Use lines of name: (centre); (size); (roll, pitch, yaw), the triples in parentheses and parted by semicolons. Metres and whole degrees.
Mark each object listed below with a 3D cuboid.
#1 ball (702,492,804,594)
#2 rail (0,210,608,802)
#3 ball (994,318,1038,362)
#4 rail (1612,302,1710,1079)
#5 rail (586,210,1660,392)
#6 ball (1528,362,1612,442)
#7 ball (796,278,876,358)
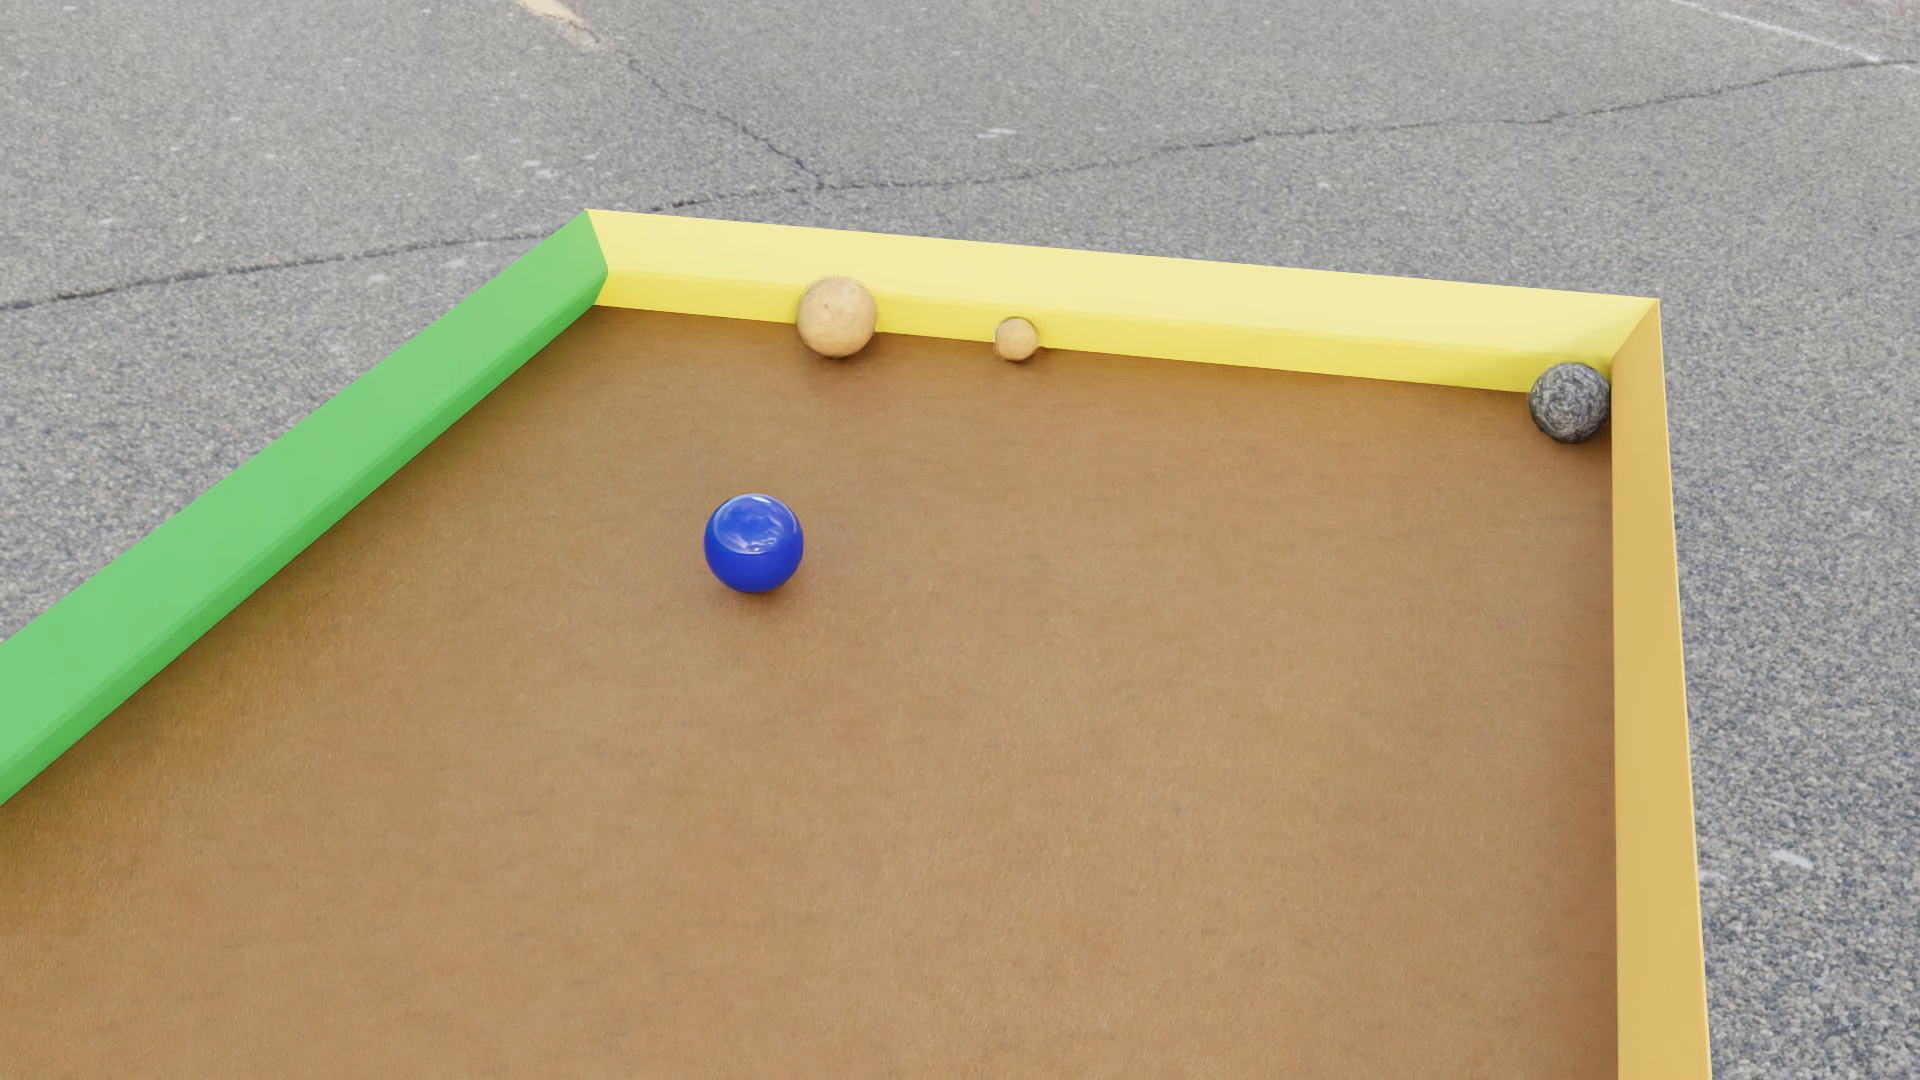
ball: (-0.203, 0.003, 2.158); (0.099, 0.099, 0.099); (0, 26, 0)
rail: (-0.787, 0.182, 1.760); (0.045, 0.129, 2.569); (7, 27, 13)
ball: (0.069, -0.247, 2.717); (0.054, 0.054, 0.054); (0, 26, 0)
rail: (0.462, 0.326, 1.467); (0.045, 0.129, 2.569); (7, 27, 13)
rail: (0.157, -0.286, 2.707); (1.339, 0.129, 0.045); (7, 27, 13)
ball: (0.691, -0.156, 2.490); (0.091, 0.091, 0.091); (0, 26, 0)
ball: (-0.153, -0.275, 2.721); (0.100, 0.100, 0.100); (0, 26, 0)
